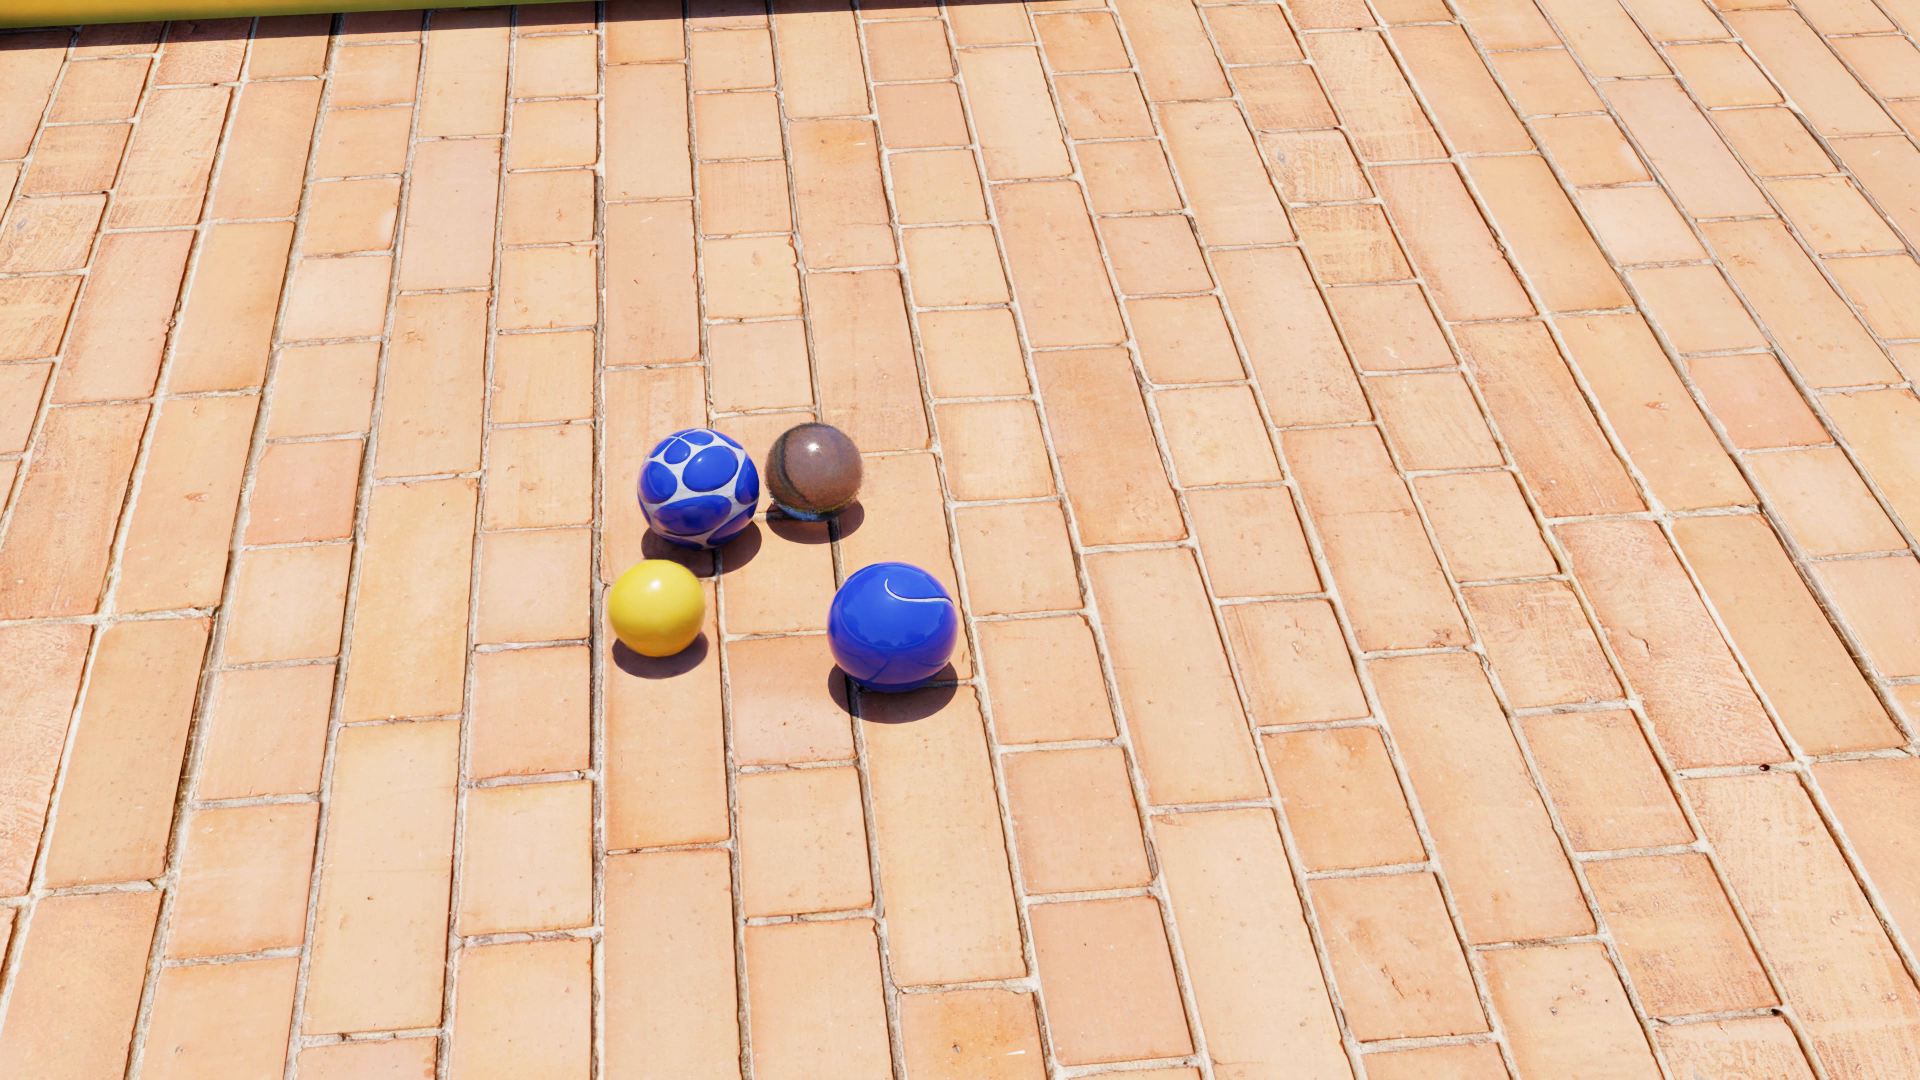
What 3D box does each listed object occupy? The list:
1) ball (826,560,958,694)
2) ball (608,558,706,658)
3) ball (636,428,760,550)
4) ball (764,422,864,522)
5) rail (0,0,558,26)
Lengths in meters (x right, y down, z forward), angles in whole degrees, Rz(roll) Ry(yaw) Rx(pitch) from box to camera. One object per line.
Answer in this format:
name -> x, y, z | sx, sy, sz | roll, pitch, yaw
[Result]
ball -> -0.040, 0.052, 1.527 | 0.079, 0.079, 0.079 | 0, 36, 0
ball -> -0.184, 0.041, 1.558 | 0.060, 0.060, 0.060 | 0, 36, 0
ball -> -0.167, -0.032, 1.643 | 0.079, 0.079, 0.079 | 0, 36, 0
ball -> -0.095, -0.044, 1.670 | 0.065, 0.065, 0.065 | 0, 36, 0
rail -> 0.718, -0.589, 2.382 | 3.285, 0.103, 0.045 | -4, 36, -5
